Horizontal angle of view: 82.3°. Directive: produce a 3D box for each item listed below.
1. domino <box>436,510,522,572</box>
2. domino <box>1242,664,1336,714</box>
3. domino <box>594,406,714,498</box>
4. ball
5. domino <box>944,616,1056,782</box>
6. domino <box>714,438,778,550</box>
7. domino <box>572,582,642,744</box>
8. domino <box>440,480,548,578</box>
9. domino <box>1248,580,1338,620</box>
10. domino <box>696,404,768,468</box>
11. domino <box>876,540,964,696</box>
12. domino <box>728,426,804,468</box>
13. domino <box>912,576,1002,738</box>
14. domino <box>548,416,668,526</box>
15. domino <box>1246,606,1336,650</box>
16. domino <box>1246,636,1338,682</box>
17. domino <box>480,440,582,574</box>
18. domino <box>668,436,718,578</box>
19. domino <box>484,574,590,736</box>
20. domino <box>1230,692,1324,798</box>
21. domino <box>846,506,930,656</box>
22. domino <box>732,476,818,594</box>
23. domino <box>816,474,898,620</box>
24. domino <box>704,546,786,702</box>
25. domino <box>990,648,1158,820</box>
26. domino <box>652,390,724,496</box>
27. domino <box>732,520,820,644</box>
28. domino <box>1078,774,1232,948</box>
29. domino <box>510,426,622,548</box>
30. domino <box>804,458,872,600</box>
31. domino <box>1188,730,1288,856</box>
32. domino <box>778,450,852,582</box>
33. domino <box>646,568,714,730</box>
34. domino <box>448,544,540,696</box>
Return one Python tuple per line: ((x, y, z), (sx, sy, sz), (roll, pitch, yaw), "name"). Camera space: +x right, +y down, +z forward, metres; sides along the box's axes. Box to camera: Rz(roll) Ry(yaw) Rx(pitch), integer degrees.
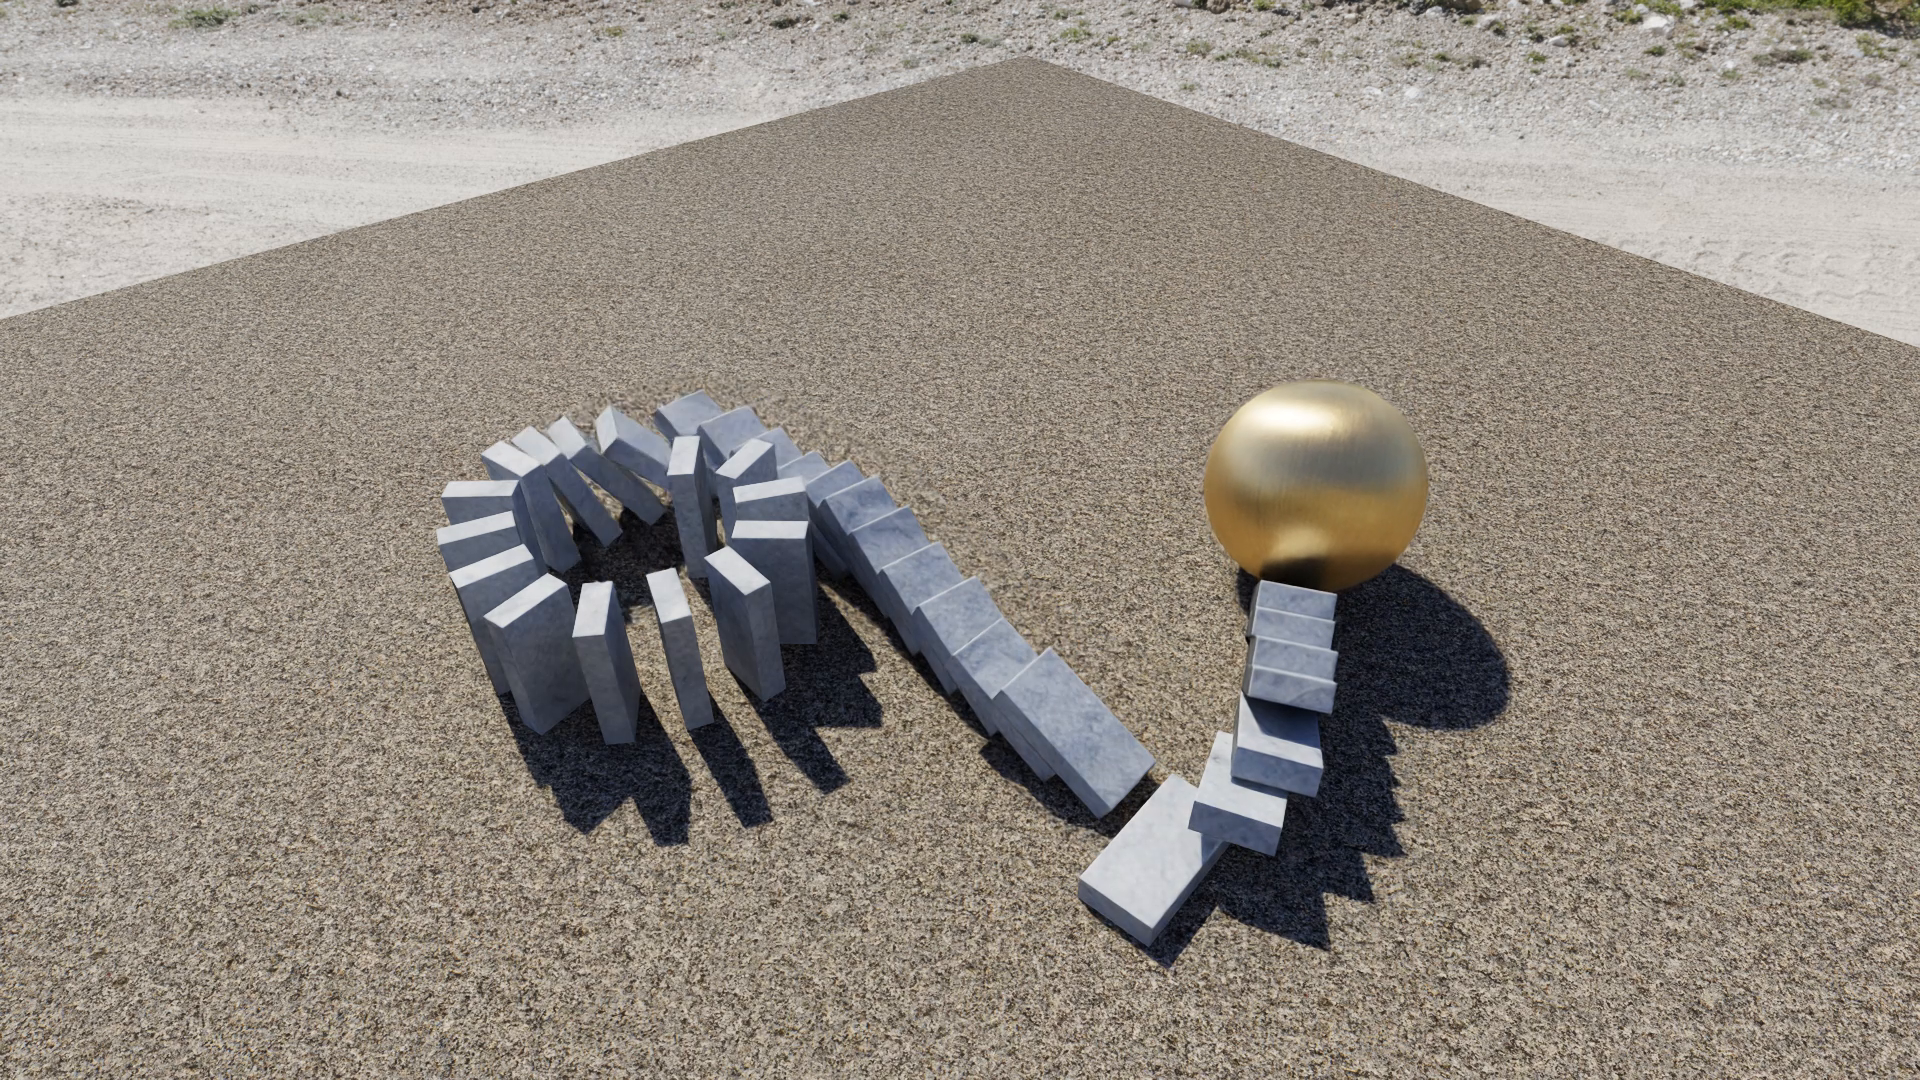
((-0.166, 0.015, 0.393), (0.025, 0.050, 0.009), (-16, 42, -19), "domino")
((0.107, 0.048, 0.360), (0.025, 0.010, 0.050), (11, -3, 13), "domino")
((-0.127, -0.034, 0.458), (0.009, 0.050, 0.025), (-45, 43, 12), "domino")
((0.132, -0.020, 0.412), (0.080, 0.080, 0.080), (0, 39, 0), "ball")
((0.021, 0.052, 0.363), (0.025, 0.009, 0.050), (-34, 77, -34), "domino")
((-0.080, -0.011, 0.425), (0.009, 0.050, 0.025), (17, 42, 20), "domino")
((-0.115, 0.041, 0.362), (0.009, 0.050, 0.025), (-5, 40, -6), "domino")
((-0.172, 0.001, 0.410), (0.025, 0.050, 0.010), (-1, 39, -1), "domino")
((0.117, 0.023, 0.391), (0.025, 0.010, 0.050), (11, -3, 13), "domino")
((-0.086, -0.032, 0.464), (0.025, 0.010, 0.050), (-30, 75, -37), "domino")
((-0.006, 0.027, 0.392), (0.025, 0.010, 0.050), (-26, 75, -28), "domino")
((-0.070, -0.021, 0.451), (0.025, 0.009, 0.050), (-32, 76, -35), "domino")
((0.008, 0.039, 0.378), (0.025, 0.009, 0.050), (-26, 73, -28), "domino")
((-0.143, -0.028, 0.447), (0.009, 0.050, 0.025), (-45, 51, -4), "domino")
((0.113, 0.031, 0.380), (0.025, 0.009, 0.050), (11, -3, 13), "domino")
((0.111, 0.040, 0.370), (0.025, 0.010, 0.050), (11, -3, 13), "domino")
((-0.166, -0.012, 0.426), (0.025, 0.050, 0.009), (25, 50, 27), "domino")
((-0.103, -0.012, 0.427), (0.010, 0.050, 0.025), (-3, 39, -4), "domino")
((-0.138, 0.038, 0.365), (0.009, 0.050, 0.025), (23, 45, 26), "domino")
((0.100, 0.063, 0.348), (0.025, 0.009, 0.050), (13, 15, 12), "domino")
((-0.018, 0.015, 0.405), (0.025, 0.010, 0.050), (-26, 80, -28), "domino")
((-0.068, 0.001, 0.410), (0.025, 0.050, 0.010), (-11, 40, -13), "domino")
((-0.030, 0.002, 0.418), (0.025, 0.010, 0.050), (-27, 80, -33), "domino")
((-0.073, 0.029, 0.376), (0.010, 0.050, 0.025), (-30, 48, -31), "domino")
((0.036, 0.061, 0.352), (0.050, 0.009, 0.025), (47, 54, 10), "domino")
((-0.106, -0.040, 0.473), (0.050, 0.009, 0.025), (47, 47, 9), "domino")
((-0.065, 0.016, 0.392), (0.025, 0.050, 0.010), (1, 39, 1), "domino")
((0.060, 0.094, 0.328), (0.025, 0.010, 0.050), (29, 47, 30), "domino")
((-0.155, -0.021, 0.436), (0.025, 0.050, 0.010), (33, 68, 34), "domino")
((-0.039, -0.005, 0.428), (0.025, 0.009, 0.050), (-34, 84, -33), "domino")
((0.087, 0.076, 0.336), (0.025, 0.010, 0.050), (15, 19, 17), "domino")
((-0.054, -0.010, 0.439), (0.025, 0.010, 0.050), (-32, 76, -33), "domino")
((-0.093, 0.037, 0.367), (0.009, 0.050, 0.025), (-15, 42, -18), "domino")
((-0.154, 0.028, 0.378), (0.025, 0.050, 0.009), (-25, 46, -28), "domino")
